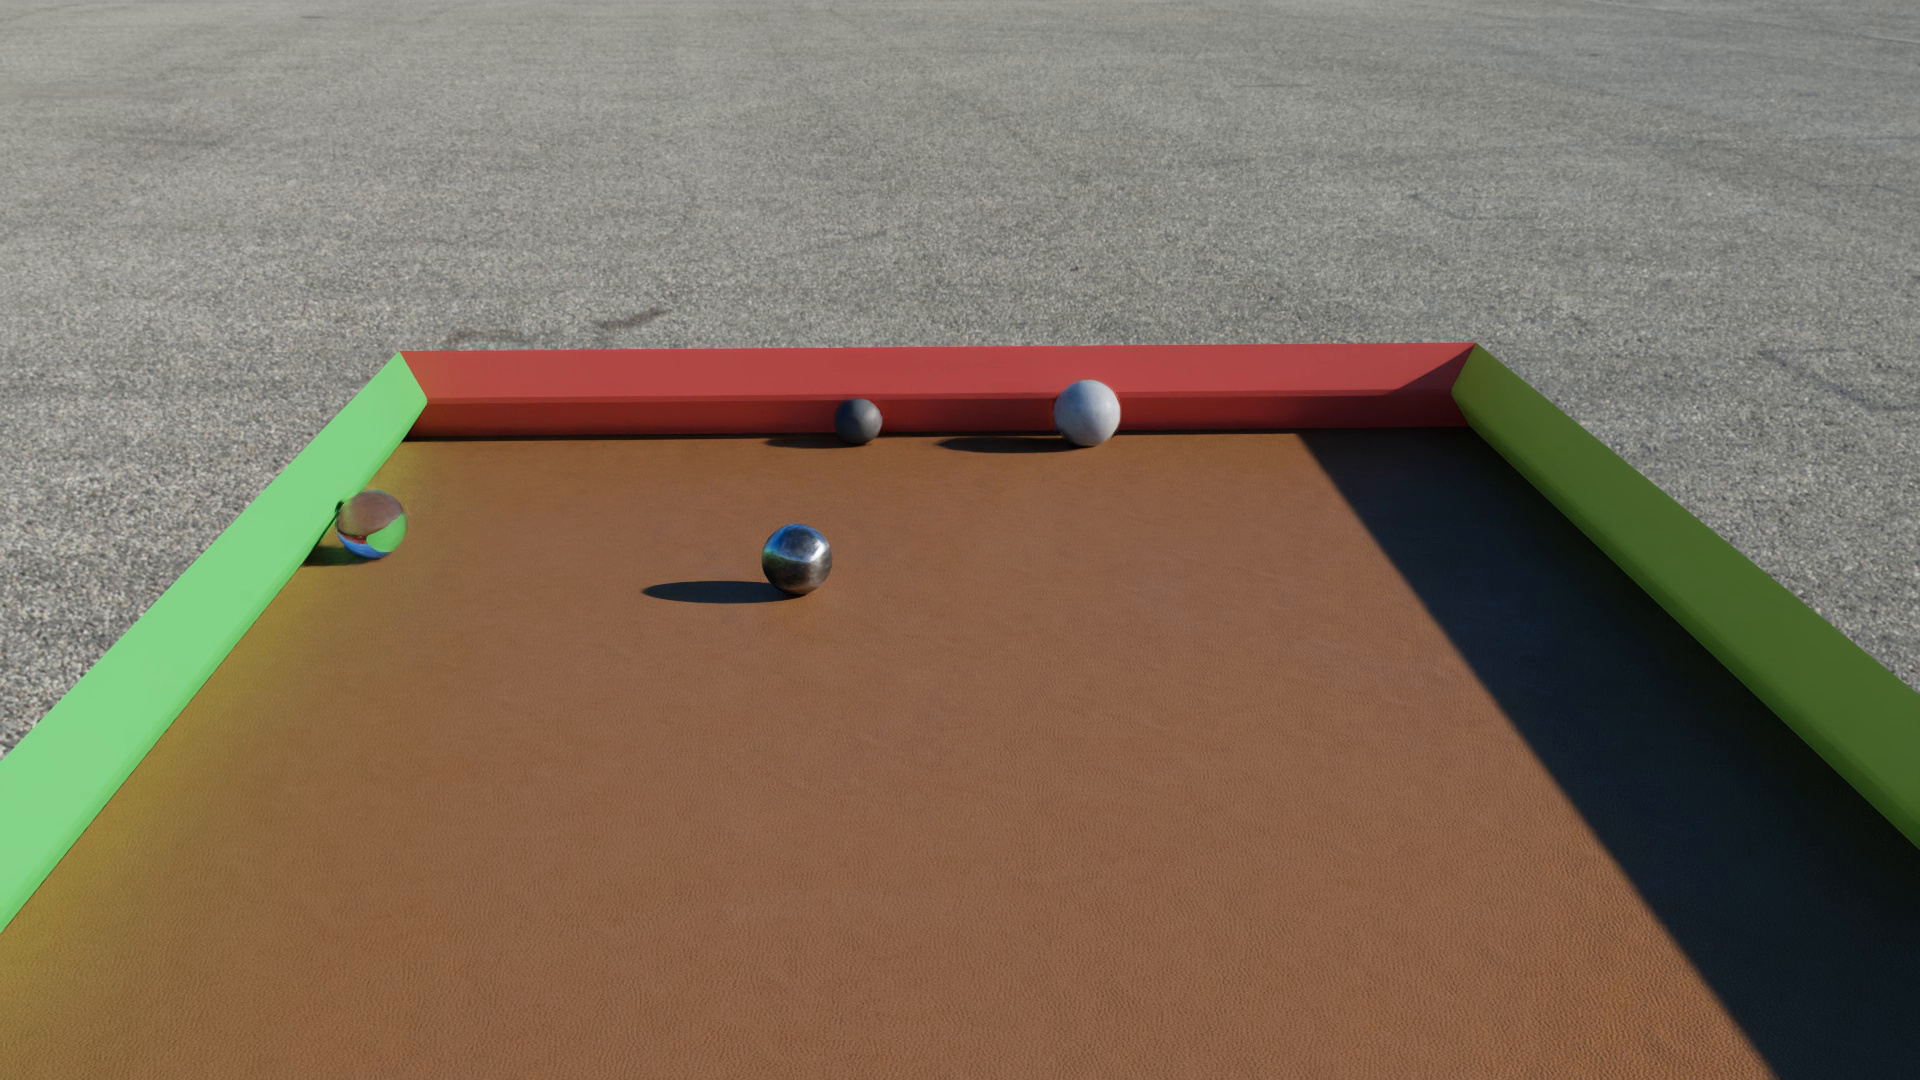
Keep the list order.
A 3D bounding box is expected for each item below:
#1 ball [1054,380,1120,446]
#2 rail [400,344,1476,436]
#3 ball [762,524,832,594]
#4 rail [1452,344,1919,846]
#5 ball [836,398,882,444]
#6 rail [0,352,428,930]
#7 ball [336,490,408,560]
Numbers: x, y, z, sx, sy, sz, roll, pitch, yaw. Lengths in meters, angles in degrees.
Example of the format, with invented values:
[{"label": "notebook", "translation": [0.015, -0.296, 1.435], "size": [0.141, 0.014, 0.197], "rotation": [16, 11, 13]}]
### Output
[{"label": "ball", "translation": [0.180, -0.180, 3.118], "size": [0.095, 0.095, 0.095], "rotation": [0, 17, 0]}, {"label": "rail", "translation": [-0.025, -0.212, 3.172], "size": [1.560, 0.124, 0.045], "rotation": [-1, 17, -2]}, {"label": "ball", "translation": [-0.184, 0.022, 2.487], "size": [0.081, 0.081, 0.081], "rotation": [0, 17, 0]}, {"label": "rail", "translation": [0.781, 0.168, 1.936], "size": [0.045, 0.124, 2.692], "rotation": [-1, 17, -2]}, {"label": "ball", "translation": [-0.144, -0.169, 3.134], "size": [0.066, 0.066, 0.066], "rotation": [0, 17, 0]}, {"label": "rail", "translation": [-0.730, 0.185, 1.881], "size": [0.045, 0.124, 2.692], "rotation": [-1, 17, -2]}, {"label": "ball", "translation": [-0.699, -0.019, 2.616], "size": [0.083, 0.083, 0.083], "rotation": [0, 17, 0]}]
